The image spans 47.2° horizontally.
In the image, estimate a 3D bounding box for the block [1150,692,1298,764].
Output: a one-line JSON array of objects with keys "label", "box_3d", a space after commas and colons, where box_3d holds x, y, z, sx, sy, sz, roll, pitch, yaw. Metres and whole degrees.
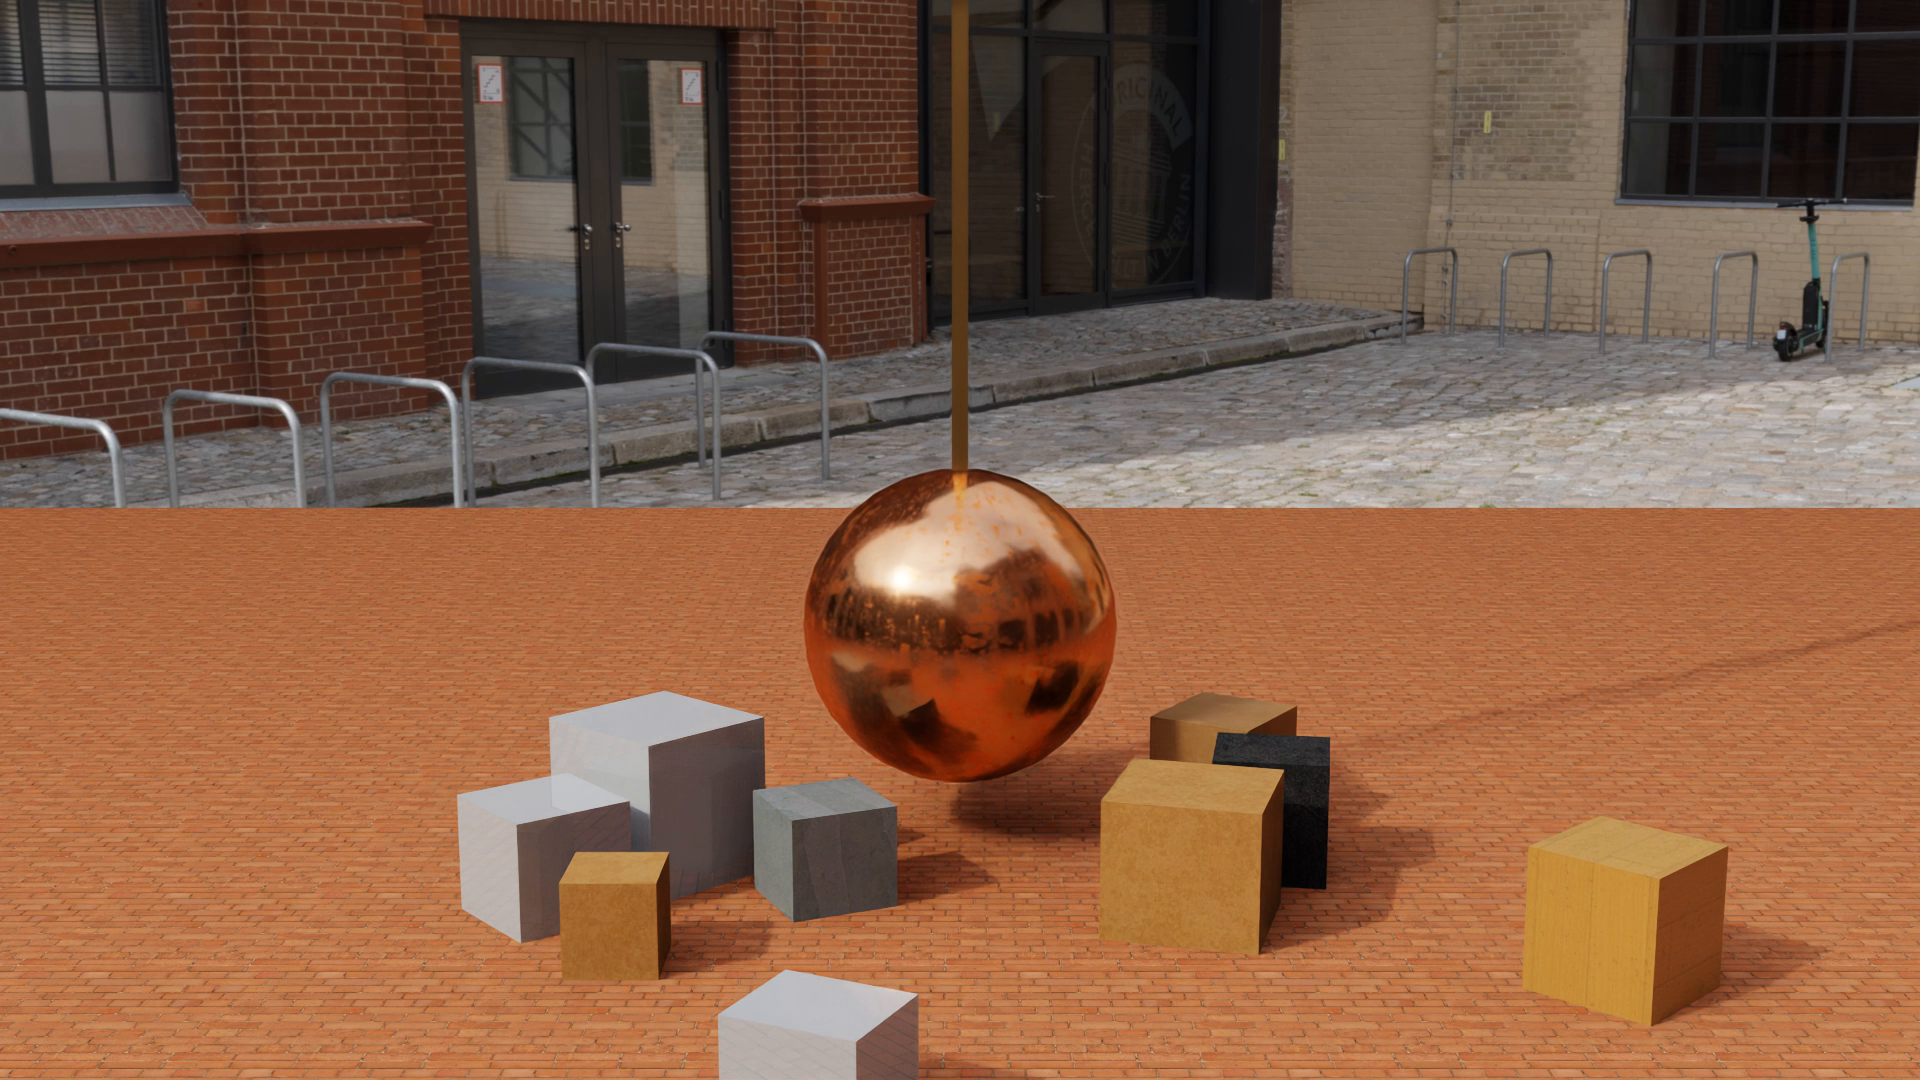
[{"label": "block", "box_3d": [1.358, 1.182, 11.345, 0.543, 0.616, 0.599, 7, 12, 32]}]

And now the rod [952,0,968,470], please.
[{"label": "rod", "box_3d": [0.000, -2.916, 10.631, 0.080, 5.200, 0.080, 0, 10, 0]}]

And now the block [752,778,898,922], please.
[{"label": "block", "box_3d": [-0.634, 1.441, 10.292, 0.516, 0.483, 0.518, -5, 11, -25]}]

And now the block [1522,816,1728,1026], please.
[{"label": "block", "box_3d": [2.773, 1.574, 9.176, 0.584, 0.620, 0.593, 10, 14, 44]}]

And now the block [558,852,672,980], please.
[{"label": "block", "box_3d": [-1.481, 1.617, 9.479, 0.409, 0.428, 0.418, 0, 10, 0]}]

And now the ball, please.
[{"label": "ball", "box_3d": [0.000, 0.434, 11.214, 1.600, 1.600, 1.600, 0, 10, 0]}]

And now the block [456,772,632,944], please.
[{"label": "block", "box_3d": [-1.903, 1.446, 10.084, 0.570, 0.548, 0.577, -8, 13, -38]}]

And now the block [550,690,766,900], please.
[{"label": "block", "box_3d": [-1.458, 1.231, 10.643, 0.749, 0.770, 0.711, 9, 14, 42]}]

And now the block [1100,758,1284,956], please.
[{"label": "block", "box_3d": [1.059, 1.419, 9.969, 0.710, 0.640, 0.711, 3, 11, 16]}]

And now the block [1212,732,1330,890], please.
[{"label": "block", "box_3d": [1.510, 1.307, 10.680, 0.551, 0.607, 0.518, 2, 10, 9]}]

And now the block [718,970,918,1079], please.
[{"label": "block", "box_3d": [-0.502, 1.886, 7.892, 0.553, 0.465, 0.475, 5, 11, 25]}]
